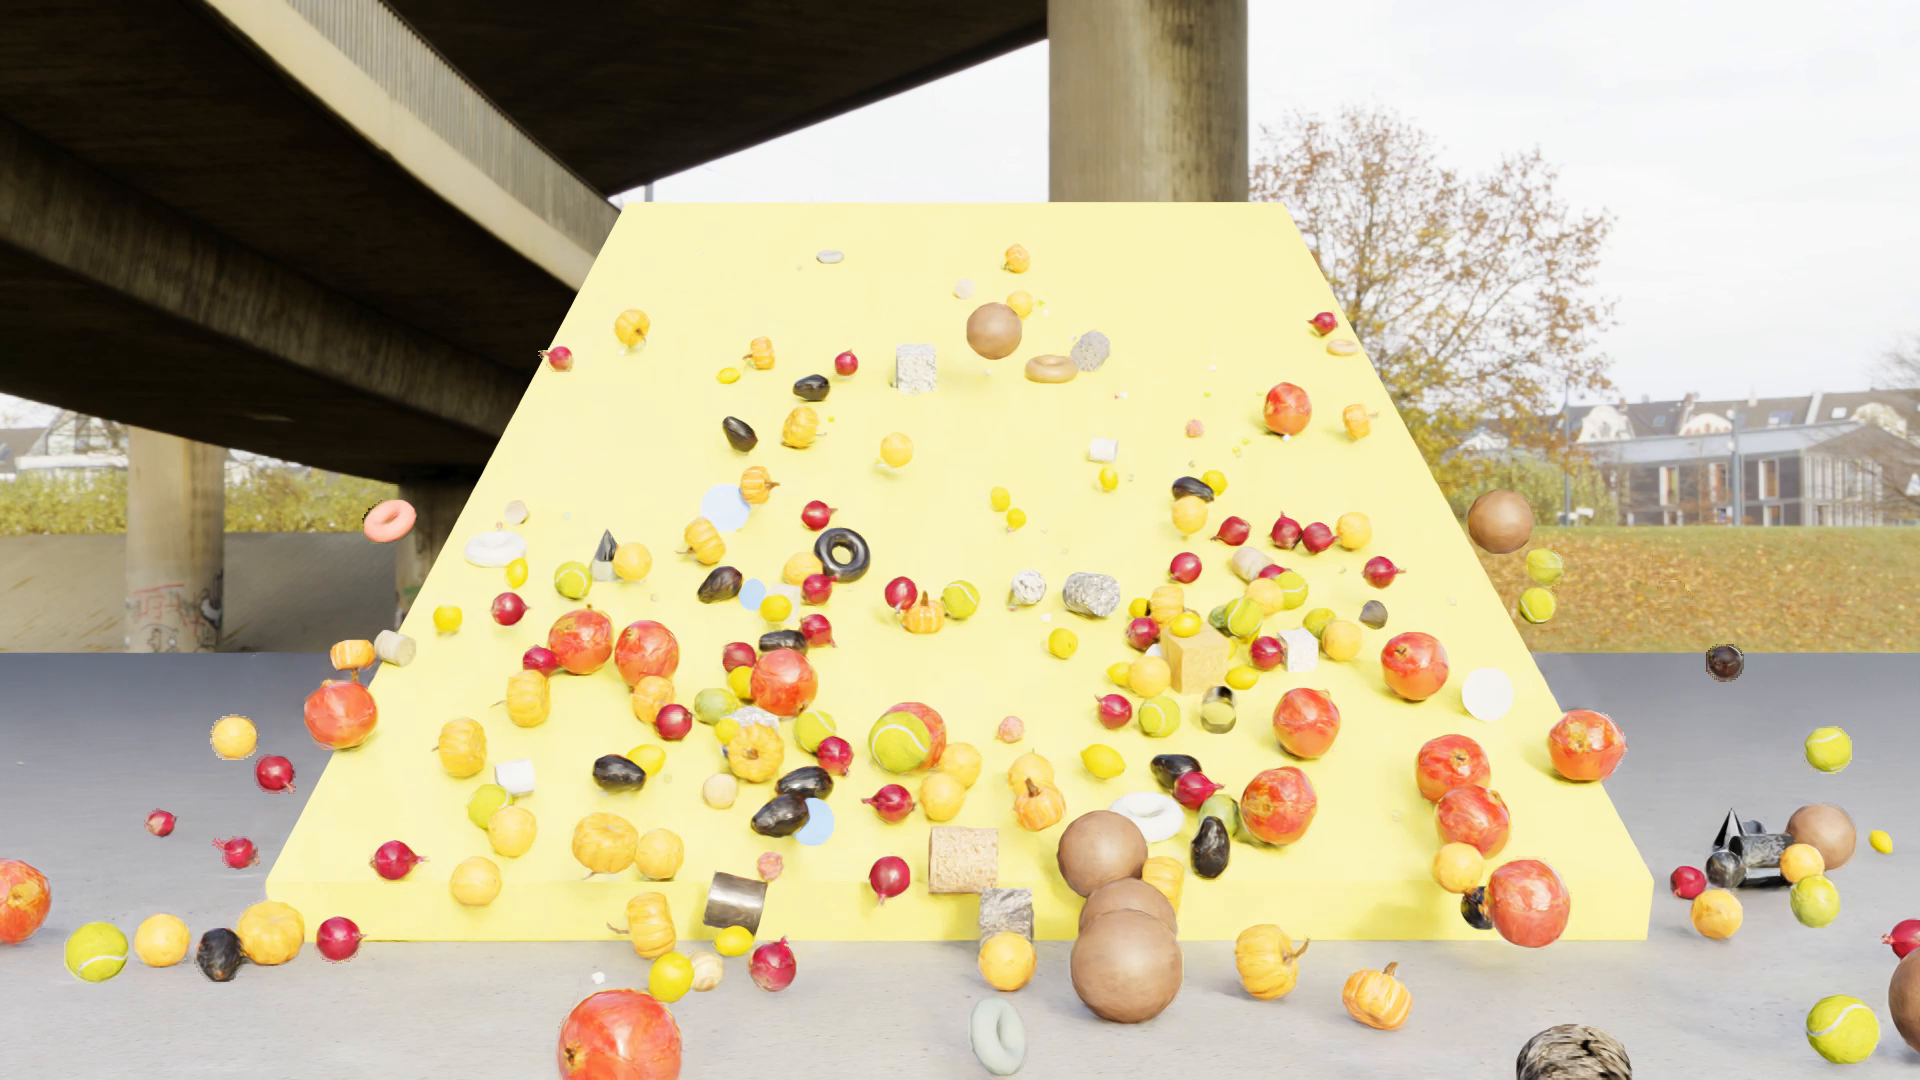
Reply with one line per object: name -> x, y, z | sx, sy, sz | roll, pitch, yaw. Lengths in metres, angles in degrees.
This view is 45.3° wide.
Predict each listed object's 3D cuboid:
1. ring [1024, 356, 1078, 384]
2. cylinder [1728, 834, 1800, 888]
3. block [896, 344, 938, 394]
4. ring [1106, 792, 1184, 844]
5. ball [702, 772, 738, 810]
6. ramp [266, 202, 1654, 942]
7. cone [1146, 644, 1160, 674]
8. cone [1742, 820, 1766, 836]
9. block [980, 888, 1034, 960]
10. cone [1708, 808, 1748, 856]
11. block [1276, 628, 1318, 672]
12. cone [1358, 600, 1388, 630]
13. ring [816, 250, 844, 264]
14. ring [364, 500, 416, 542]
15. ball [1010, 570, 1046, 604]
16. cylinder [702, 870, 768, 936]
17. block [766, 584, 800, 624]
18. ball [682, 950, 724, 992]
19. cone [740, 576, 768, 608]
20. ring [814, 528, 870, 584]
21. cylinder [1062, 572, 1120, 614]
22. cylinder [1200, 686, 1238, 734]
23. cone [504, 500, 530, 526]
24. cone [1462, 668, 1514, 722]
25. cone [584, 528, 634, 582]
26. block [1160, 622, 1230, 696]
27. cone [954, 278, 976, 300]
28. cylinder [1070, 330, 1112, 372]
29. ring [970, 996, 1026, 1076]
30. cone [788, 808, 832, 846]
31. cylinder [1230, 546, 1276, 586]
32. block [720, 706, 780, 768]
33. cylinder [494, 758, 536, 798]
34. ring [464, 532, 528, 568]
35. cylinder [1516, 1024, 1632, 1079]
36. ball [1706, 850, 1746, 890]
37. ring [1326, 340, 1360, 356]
ring -> 0.216, -0.403, 5.439 | 0.127, 0.042, 0.127 | 1, 23, 0
cylinder -> 1.422, 0.569, 4.076 | 0.093, 0.093, 0.093 | -2, -3, -2
block -> -0.102, -0.400, 5.366 | 0.090, 0.090, 0.090 | -2, 22, -4
ring -> 0.278, 0.416, 3.451 | 0.116, 0.039, 0.116 | -1, 23, 0
ball -> -0.365, 0.382, 3.506 | 0.055, 0.055, 0.055 | 0, -3, 0
ramp -> -0.007, -0.223, 5.184 | 2.000, 0.100, 4.000 | 0, 22, 0
cone -> 0.334, 0.207, 3.978 | 0.054, 0.054, 0.054 | 1, -6, -19
cone -> 1.653, 0.634, 4.784 | 0.073, 0.073, 0.073 | 0, 32, -8
block -> 0.064, 0.526, 3.156 | 0.069, 0.069, 0.069 | 0, 32, 5
cone -> 1.584, 0.597, 4.719 | 0.100, 0.100, 0.100 | 0, -3, 0
block -> 0.582, 0.191, 3.977 | 0.055, 0.055, 0.055 | -6, 23, -14
cone -> 0.706, 0.135, 4.000 | 0.054, 0.054, 0.054 | -3, 6, 44
ring -> -0.359, -0.785, 6.387 | 0.077, 0.026, 0.077 | -1, 23, 0
ring -> -1.166, -0.038, 4.706 | 0.110, 0.110, 0.037 | -1, -45, 20
ball -> 0.124, 0.085, 4.171 | 0.065, 0.065, 0.065 | 0, -3, 0
cylinder -> -0.309, 0.499, 3.158 | 0.075, 0.075, 0.075 | 14, -4, -6
block -> -0.320, 0.115, 4.162 | 0.052, 0.052, 0.052 | 4, 23, 8
ball -> -0.319, 0.536, 2.860 | 0.051, 0.051, 0.051 | 0, -3, 0
cone -> -0.363, 0.104, 4.221 | 0.060, 0.060, 0.060 | -2, -17, 34
ring -> -0.221, 0.029, 4.322 | 0.115, 0.115, 0.038 | 1, -26, -23
cylinder -> 0.237, 0.097, 4.153 | 0.075, 0.075, 0.075 | 2, -1, -34
cylinder -> 0.423, 0.278, 3.759 | 0.059, 0.059, 0.059 | 0, 22, 9
cone -> -0.874, -0.052, 4.603 | 0.053, 0.053, 0.053 | -1, -7, 26
cone -> 0.863, 0.257, 3.836 | 0.089, 0.089, 0.089 | 0, -5, -9
cone -> -0.663, 0.019, 4.338 | 0.094, 0.094, 0.094 | 0, 22, 0
block -> 0.398, 0.202, 3.907 | 0.087, 0.087, 0.087 | -8, 24, -19
cone -> 0.021, -0.657, 6.076 | 0.057, 0.057, 0.057 | -1, -6, 17
cylinder -> 0.313, -0.450, 5.501 | 0.081, 0.081, 0.081 | -1, 21, 19
ring -> 0.037, 0.487, 2.257 | 0.026, 0.079, 0.079 | -22, -13, 27
cone -> -0.210, 0.421, 3.443 | 0.071, 0.071, 0.071 | -1, 16, 27
cylinder -> 0.550, 0.048, 4.320 | 0.059, 0.059, 0.059 | 2, 19, -31
block -> -0.334, 0.312, 3.663 | 0.065, 0.065, 0.065 | 17, 28, 35
cylinder -> -0.680, 0.364, 3.512 | 0.053, 0.053, 0.053 | -9, 0, -19
ring -> -0.889, 0.018, 4.411 | 0.121, 0.040, 0.121 | -1, 23, 0
cylinder -> 0.493, 0.453, 1.840 | 0.092, 0.092, 0.092 | -1, 22, 13
ball -> 1.317, 0.568, 3.960 | 0.066, 0.066, 0.066 | 0, -3, 0
ring -> 0.936, -0.470, 5.624 | 0.082, 0.027, 0.082 | 1, 22, 0
